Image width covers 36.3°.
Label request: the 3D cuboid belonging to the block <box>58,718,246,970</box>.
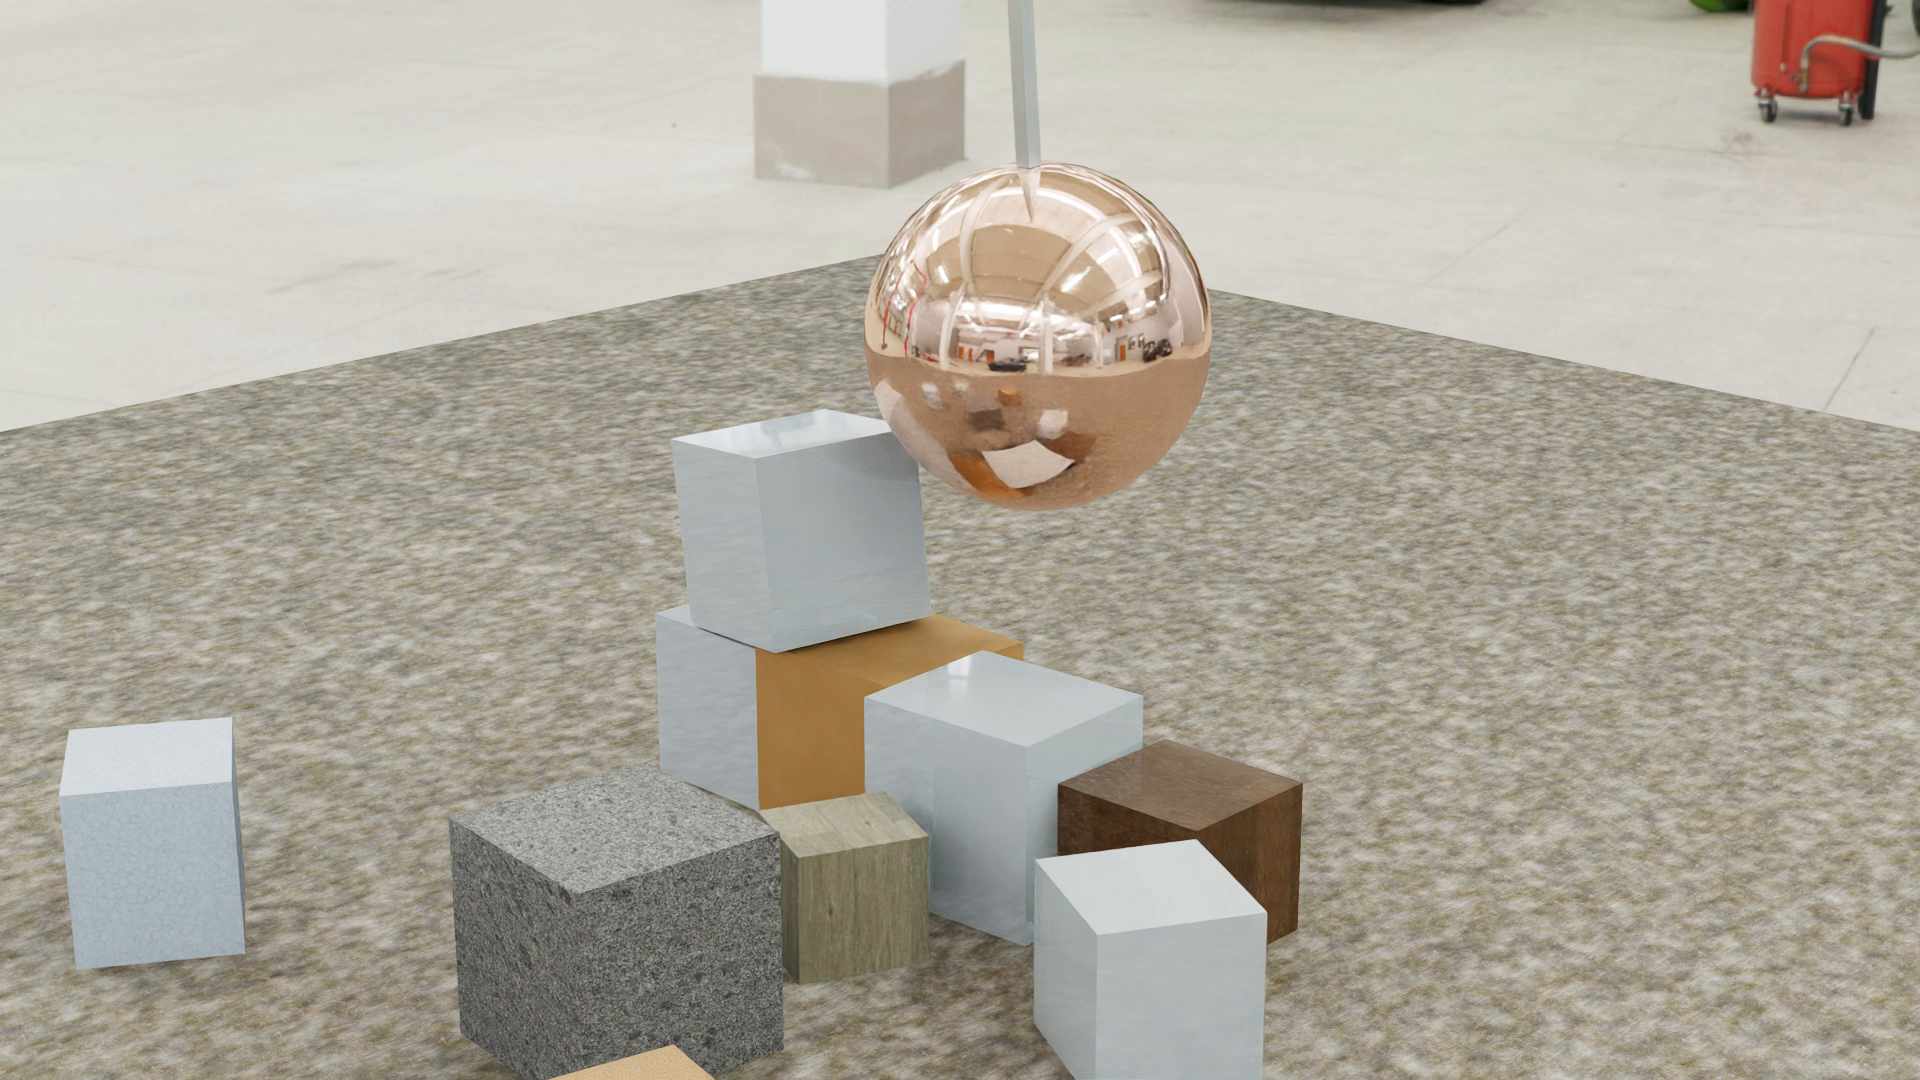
[{"bbox_3d":[-3.518,1.314,12.832,0.703,0.799,0.786,-4,18,-13],"label":"block"}]

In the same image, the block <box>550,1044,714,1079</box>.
[{"bbox_3d":[-1.107,2.284,9.788,0.772,0.773,0.793,-11,20,-31],"label":"block"}]

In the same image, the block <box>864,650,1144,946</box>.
[{"bbox_3d":[0.195,1.138,13.176,0.934,0.928,0.820,14,22,38],"label":"block"}]

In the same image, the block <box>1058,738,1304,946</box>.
[{"bbox_3d":[0.955,1.383,12.784,0.766,0.695,0.733,16,23,41],"label":"block"}]

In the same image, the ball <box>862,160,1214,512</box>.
[{"bbox_3d":[0.356,-0.933,13.421,1.600,1.600,1.600,0,17,0],"label":"ball"}]

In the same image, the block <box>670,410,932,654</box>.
[{"bbox_3d":[-0.761,-0.062,14.042,0.862,0.921,0.837,-13,15,-31],"label":"block"}]

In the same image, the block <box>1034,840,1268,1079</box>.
[{"bbox_3d":[0.746,1.710,11.692,0.699,0.726,0.746,-5,18,-16],"label":"block"}]

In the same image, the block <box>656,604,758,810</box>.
[{"bbox_3d":[-0.931,0.752,14.564,0.826,0.831,0.785,-17,24,-42],"label":"block"}]

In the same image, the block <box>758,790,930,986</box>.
[{"bbox_3d":[-0.504,1.490,12.597,0.588,0.594,0.516,-7,20,-22],"label":"block"}]

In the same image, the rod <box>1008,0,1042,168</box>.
[{"bbox_3d":[0.154,-4.104,12.213,0.080,5.200,0.080,17,29,42],"label":"rod"}]

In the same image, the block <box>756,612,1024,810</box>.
[{"bbox_3d":[-0.334,0.905,13.968,0.918,0.897,0.873,17,24,42],"label":"block"}]

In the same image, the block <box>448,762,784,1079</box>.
[{"bbox_3d":[-1.372,1.578,11.738,0.936,0.950,0.951,-14,22,-37],"label":"block"}]
